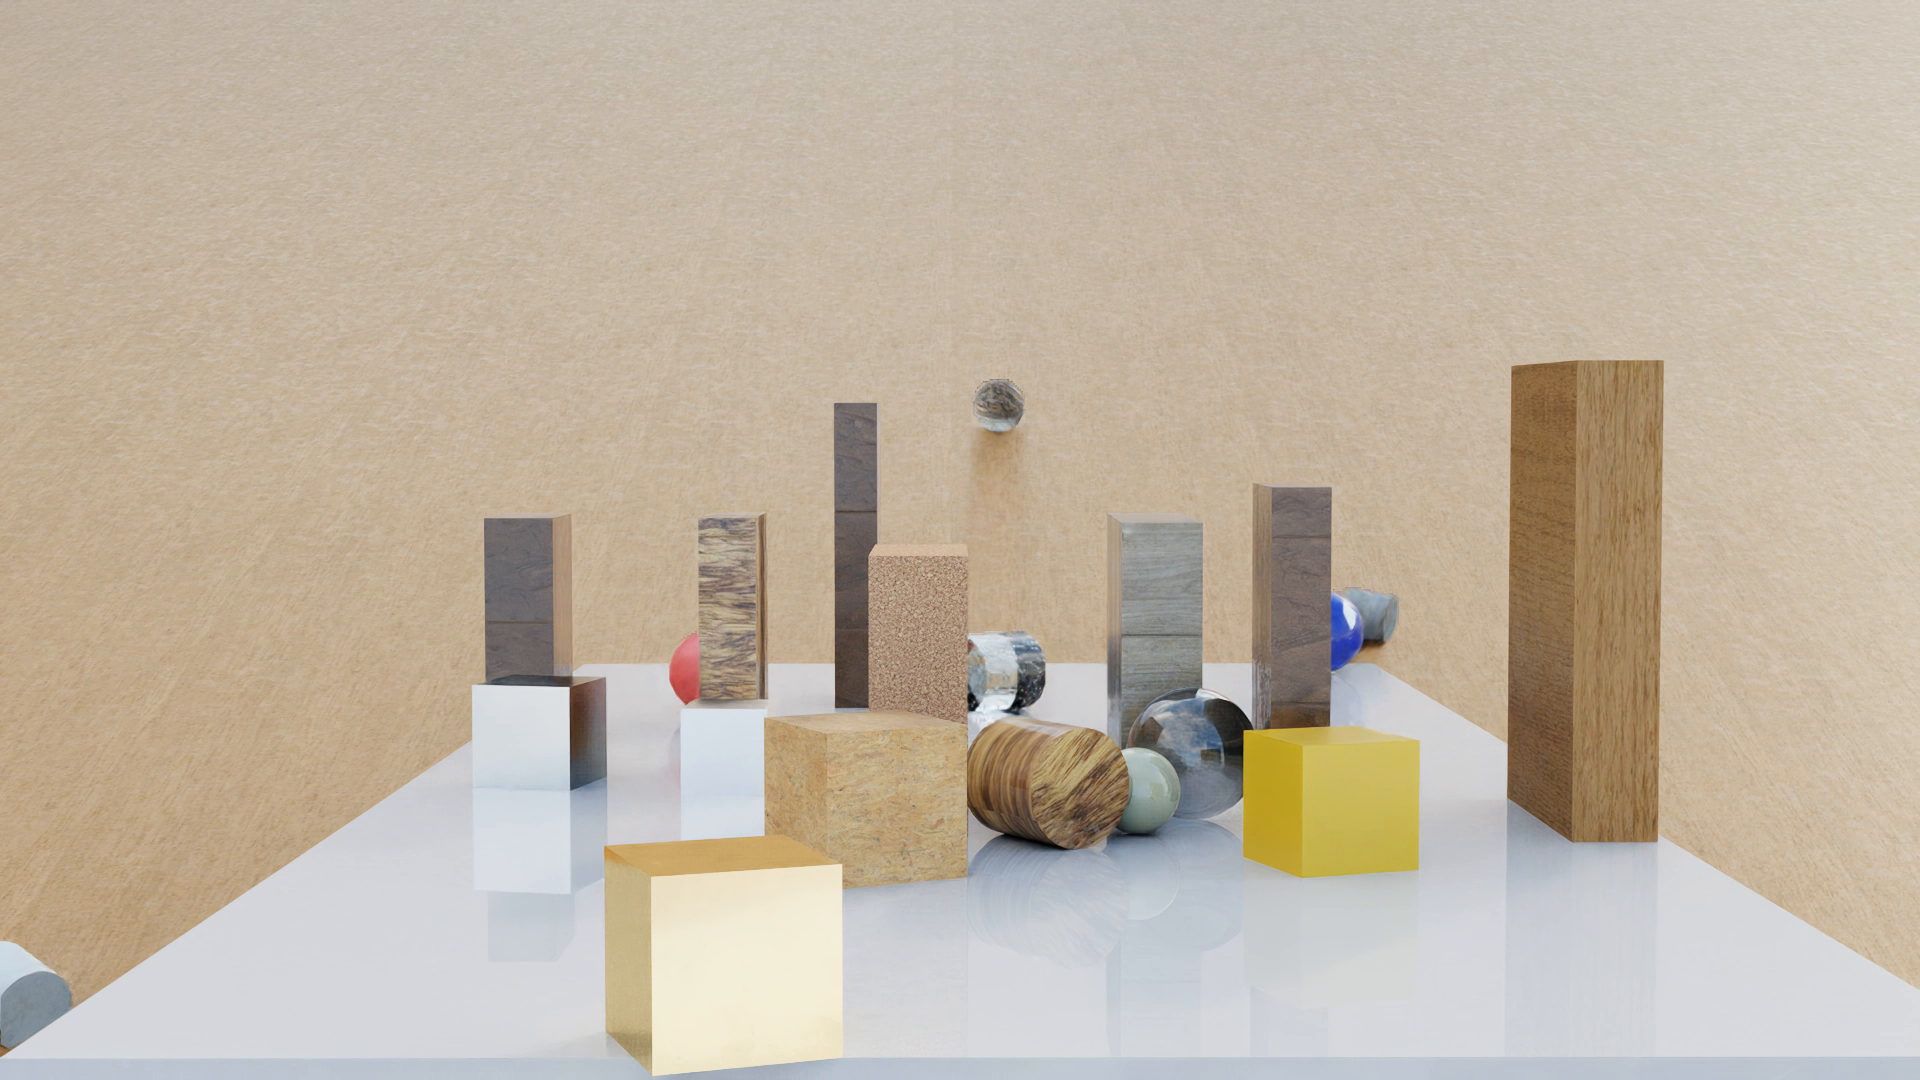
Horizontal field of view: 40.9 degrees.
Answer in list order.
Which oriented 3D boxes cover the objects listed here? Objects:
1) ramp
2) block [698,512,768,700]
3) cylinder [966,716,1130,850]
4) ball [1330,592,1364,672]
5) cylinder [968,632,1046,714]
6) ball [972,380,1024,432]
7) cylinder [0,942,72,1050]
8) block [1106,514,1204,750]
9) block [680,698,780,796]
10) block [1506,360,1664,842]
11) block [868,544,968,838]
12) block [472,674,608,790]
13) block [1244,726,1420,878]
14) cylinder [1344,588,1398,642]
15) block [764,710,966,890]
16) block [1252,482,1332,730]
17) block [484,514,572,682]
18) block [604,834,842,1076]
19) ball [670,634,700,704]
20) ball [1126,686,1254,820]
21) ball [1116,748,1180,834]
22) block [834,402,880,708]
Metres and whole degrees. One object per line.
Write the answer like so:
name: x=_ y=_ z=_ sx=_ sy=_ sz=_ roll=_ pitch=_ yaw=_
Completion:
ramp: x=0.051 y=0.462 z=4.533 sx=2.000 sy=0.100 sz=4.000 roll=0 pitch=3 yaw=0
block: x=-0.398 y=0.183 z=4.544 sx=0.098 sy=0.456 sz=0.284 roll=0 pitch=3 yaw=0
cylinder: x=0.126 y=0.358 z=3.815 sx=0.177 sy=0.177 sz=0.177 roll=-15 pitch=10 yaw=-32
ball: x=0.887 y=0.224 z=6.295 sx=0.201 sy=0.201 sz=0.201 roll=0 pitch=22 yaw=0
cylinder: x=0.068 y=0.282 z=5.478 sx=0.164 sy=0.164 sz=0.164 roll=-3 pitch=19 yaw=-39
ball: x=0.126 y=-0.436 z=8.411 sx=0.168 sy=0.168 sz=0.168 roll=0 pitch=22 yaw=0
cylinder: x=-1.881 y=0.903 z=5.102 sx=0.165 sy=0.165 sz=0.165 roll=20 pitch=29 yaw=40
block: x=0.322 y=0.192 z=4.306 sx=0.129 sy=0.460 sz=0.394 roll=0 pitch=3 yaw=0
block: x=-0.386 y=0.349 z=4.333 sx=0.146 sy=0.146 sz=0.146 roll=0 pitch=3 yaw=4
block: x=0.968 y=0.081 z=4.008 sx=0.127 sy=0.711 sz=0.447 roll=0 pitch=3 yaw=0
block: x=-0.062 y=0.226 z=4.010 sx=0.149 sy=0.422 sz=0.340 roll=0 pitch=3 yaw=0
block: x=-0.722 y=0.330 z=4.426 sx=0.175 sy=0.175 sz=0.175 roll=1 pitch=3 yaw=13
block: x=0.521 y=0.365 z=3.622 sx=0.181 sy=0.181 sz=0.181 roll=-1 pitch=3 yaw=-20
cylinder: x=1.092 y=0.202 z=6.888 sx=0.124 sy=0.124 sz=0.124 roll=10 pitch=24 yaw=26
block: x=-0.132 y=0.355 z=3.557 sx=0.210 sy=0.210 sz=0.210 roll=-2 pitch=3 yaw=-28
block: x=0.511 y=0.176 z=3.981 sx=0.090 sy=0.523 sz=0.245 roll=0 pitch=3 yaw=0
block: x=-0.853 y=0.168 z=5.098 sx=0.133 sy=0.432 sz=0.244 roll=0 pitch=3 yaw=0
block: x=-0.240 y=0.411 z=2.582 sx=0.192 sy=0.192 sz=0.192 roll=-1 pitch=3 yaw=-21
ball: x=-0.533 y=0.281 z=5.466 sx=0.169 sy=0.169 sz=0.169 roll=0 pitch=22 yaw=0
ball: x=0.362 y=0.333 z=4.012 sx=0.207 sy=0.207 sz=0.207 roll=0 pitch=22 yaw=0
ball: x=0.267 y=0.378 z=3.880 sx=0.131 sy=0.131 sz=0.131 roll=0 pitch=22 yaw=0
block: x=-0.224 y=0.027 z=5.663 sx=0.092 sy=0.657 sz=0.271 roll=0 pitch=3 yaw=0
